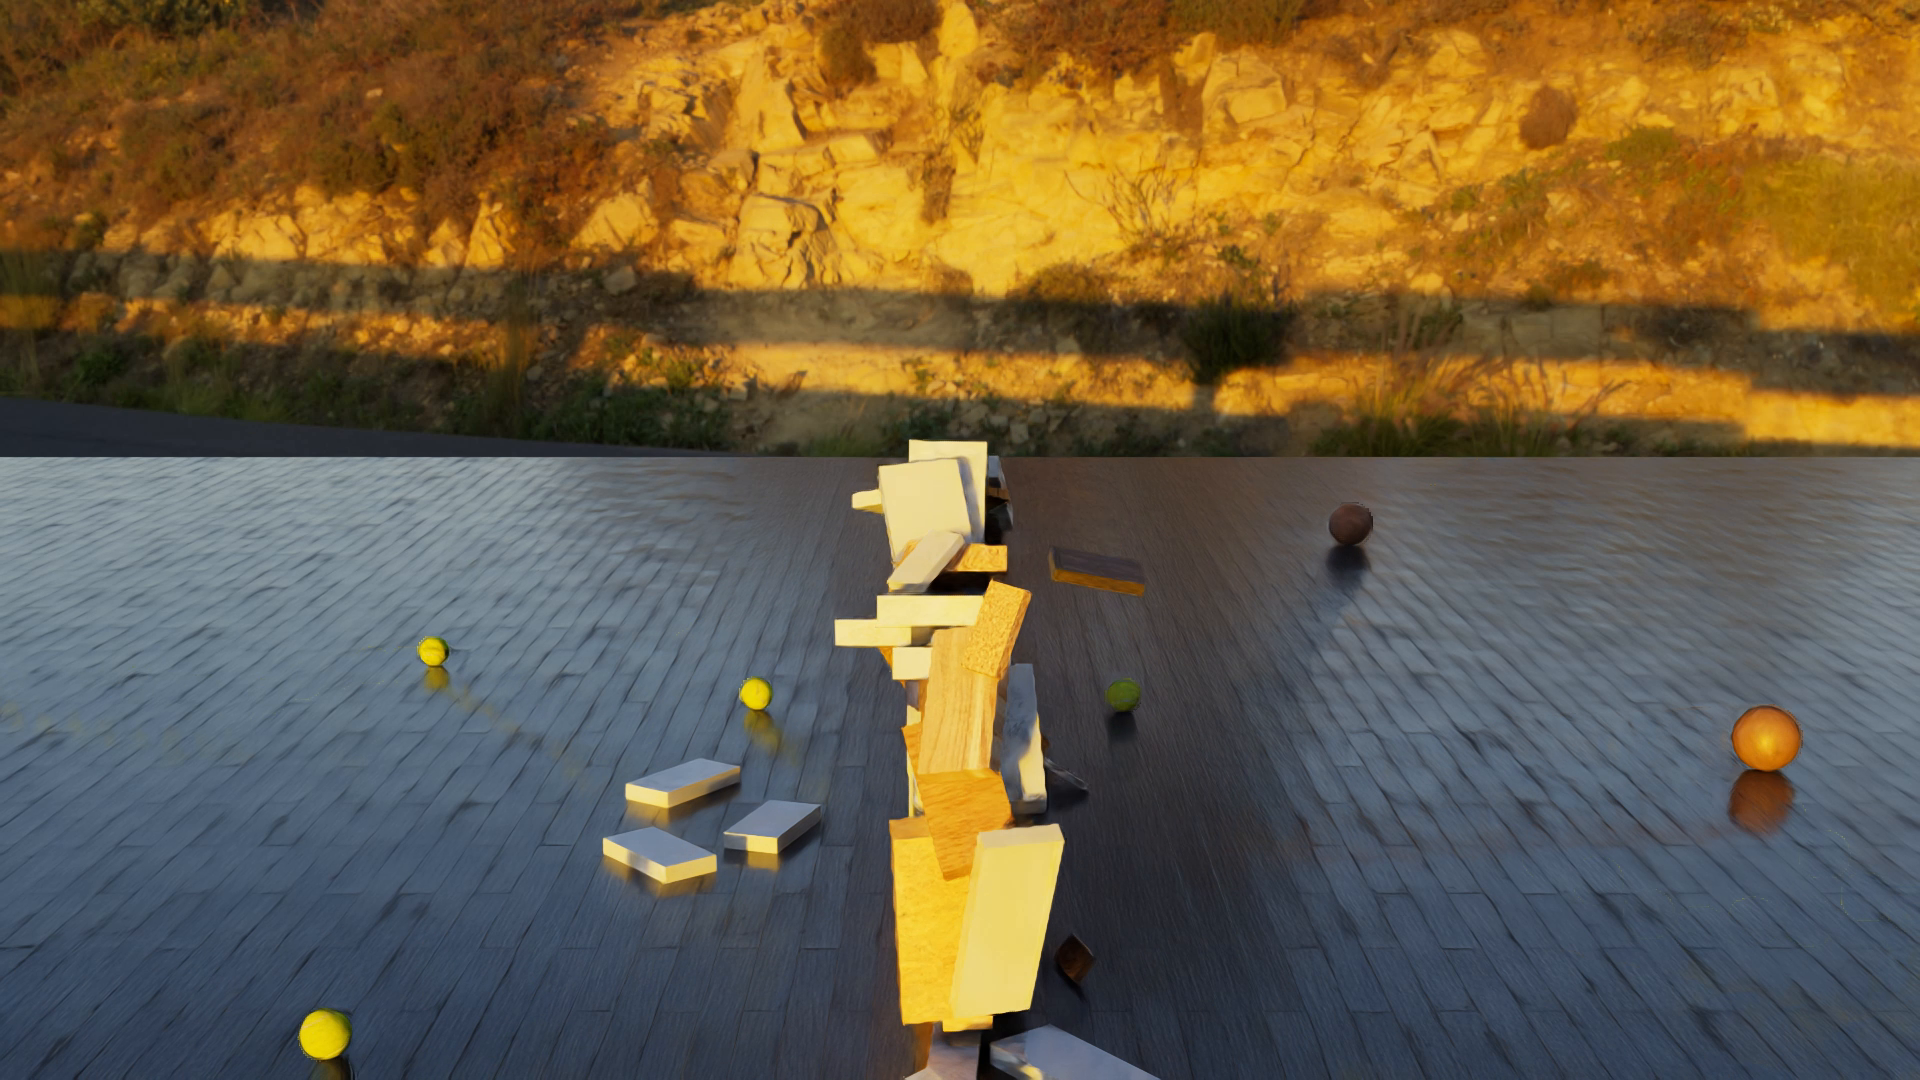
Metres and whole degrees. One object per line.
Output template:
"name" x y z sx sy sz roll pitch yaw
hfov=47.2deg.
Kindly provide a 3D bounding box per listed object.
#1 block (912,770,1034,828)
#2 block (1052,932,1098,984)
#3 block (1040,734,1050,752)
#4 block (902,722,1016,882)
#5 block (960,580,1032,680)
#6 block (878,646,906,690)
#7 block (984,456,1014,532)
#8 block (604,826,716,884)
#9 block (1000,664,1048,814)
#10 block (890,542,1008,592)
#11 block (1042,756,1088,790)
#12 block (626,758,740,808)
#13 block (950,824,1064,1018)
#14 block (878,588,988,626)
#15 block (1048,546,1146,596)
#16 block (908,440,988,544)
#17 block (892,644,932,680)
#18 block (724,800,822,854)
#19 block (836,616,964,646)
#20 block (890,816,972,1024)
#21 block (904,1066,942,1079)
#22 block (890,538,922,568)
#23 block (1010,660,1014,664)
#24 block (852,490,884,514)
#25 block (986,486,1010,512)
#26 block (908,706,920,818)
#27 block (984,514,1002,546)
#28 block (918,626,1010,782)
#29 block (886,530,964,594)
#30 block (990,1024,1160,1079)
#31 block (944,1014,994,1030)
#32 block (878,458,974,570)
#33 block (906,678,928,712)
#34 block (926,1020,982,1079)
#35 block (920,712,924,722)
"block" 0.017 0.460 2.989 0.156 0.342 0.044 -3 22 -6
"block" 0.173 0.632 3.322 0.014 0.048 0.095 39 -2 -19
"block" 0.132 0.378 4.416 0.030 0.106 0.212 -43 -3 -2
"block" 0.003 0.325 2.833 0.107 0.214 0.030 -16 -33 -1
"block" 0.047 0.115 2.827 0.059 0.118 0.017 16 -6 40
"block" -0.070 0.250 4.216 0.096 0.027 0.382 -16 -34 8
"block" 0.013 -0.081 4.087 0.146 0.041 0.292 -3 -19 6
"block" -0.523 0.546 3.825 0.102 0.029 0.204 -9 14 -39
"block" 0.052 0.263 2.922 0.107 0.030 0.214 -1 52 -4
"block" -0.021 0.059 3.392 0.146 0.041 0.292 2 -14 -7
"block" 0.172 0.438 4.309 0.048 0.014 0.209 33 -3 -38
"block" -0.532 0.468 4.244 0.106 0.030 0.211 7 13 34
"block" 0.057 0.485 2.782 0.102 0.314 0.029 -4 39 -15
"block" -0.031 0.097 3.208 0.146 0.041 0.313 0 1 4
"block" 0.172 0.039 2.785 0.118 0.017 0.059 10 28 -9
"block" -0.024 -0.045 3.686 0.131 0.263 0.037 2 -30 1
"block" -0.015 0.177 3.223 0.156 0.044 0.312 -1 -2 0
"block" -0.338 0.518 3.980 0.102 0.029 0.204 4 11 18
"block" -0.062 0.135 3.354 0.131 0.037 0.263 -1 0 31
"block" -0.008 0.504 2.932 0.156 0.312 0.044 -5 30 -6
"block" -0.047 0.721 2.739 0.102 0.029 0.204 -23 11 -16
"block" -0.075 0.021 3.514 0.048 0.014 0.095 -51 14 -16
"block" 0.006 0.254 3.575 0.162 0.046 0.324 0 11 1
"block" -0.099 -0.073 3.988 0.096 0.027 0.192 11 -11 -40
"block" 0.024 -0.068 4.033 0.068 0.019 0.135 12 -23 -31
"block" -0.004 0.364 3.362 0.151 0.302 0.043 0 46 -1
"block" -0.004 -0.001 3.918 0.149 0.042 0.299 0 10 -1
"block" 0.008 0.210 2.843 0.102 0.204 0.029 -8 -31 26
"block" -0.049 0.031 3.199 0.059 0.017 0.118 6 42 37
"block" 0.217 0.726 2.853 0.107 0.030 0.446 -8 13 -36
"block" 0.012 0.656 3.062 0.068 0.019 0.135 -1 2 1
"block" -0.049 -0.006 3.612 0.131 0.263 0.037 -6 -29 -9
"block" 0.006 0.218 3.165 0.151 0.043 0.302 0 -2 -5
"block" -0.017 0.740 2.809 0.068 0.019 0.627 1 11 3
"block" 0.020 0.455 3.168 0.151 0.449 0.043 0 22 -1
